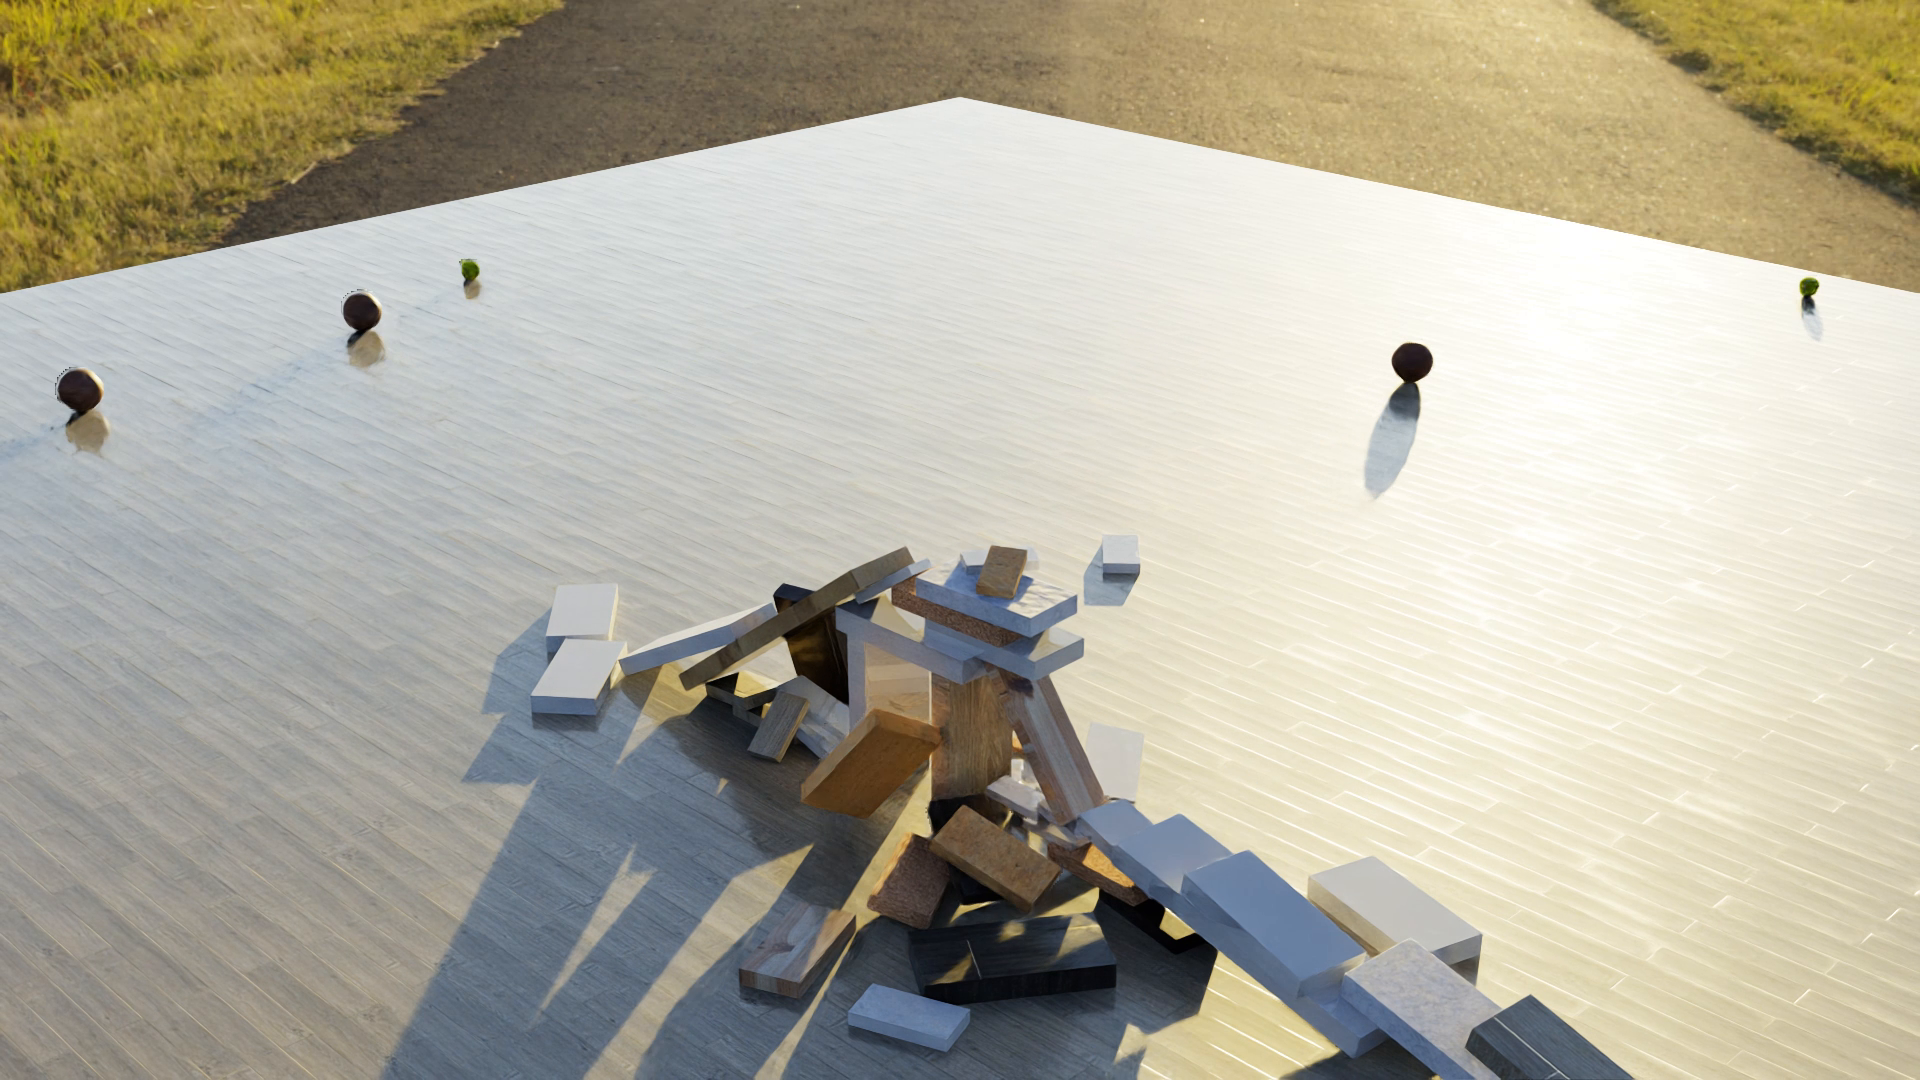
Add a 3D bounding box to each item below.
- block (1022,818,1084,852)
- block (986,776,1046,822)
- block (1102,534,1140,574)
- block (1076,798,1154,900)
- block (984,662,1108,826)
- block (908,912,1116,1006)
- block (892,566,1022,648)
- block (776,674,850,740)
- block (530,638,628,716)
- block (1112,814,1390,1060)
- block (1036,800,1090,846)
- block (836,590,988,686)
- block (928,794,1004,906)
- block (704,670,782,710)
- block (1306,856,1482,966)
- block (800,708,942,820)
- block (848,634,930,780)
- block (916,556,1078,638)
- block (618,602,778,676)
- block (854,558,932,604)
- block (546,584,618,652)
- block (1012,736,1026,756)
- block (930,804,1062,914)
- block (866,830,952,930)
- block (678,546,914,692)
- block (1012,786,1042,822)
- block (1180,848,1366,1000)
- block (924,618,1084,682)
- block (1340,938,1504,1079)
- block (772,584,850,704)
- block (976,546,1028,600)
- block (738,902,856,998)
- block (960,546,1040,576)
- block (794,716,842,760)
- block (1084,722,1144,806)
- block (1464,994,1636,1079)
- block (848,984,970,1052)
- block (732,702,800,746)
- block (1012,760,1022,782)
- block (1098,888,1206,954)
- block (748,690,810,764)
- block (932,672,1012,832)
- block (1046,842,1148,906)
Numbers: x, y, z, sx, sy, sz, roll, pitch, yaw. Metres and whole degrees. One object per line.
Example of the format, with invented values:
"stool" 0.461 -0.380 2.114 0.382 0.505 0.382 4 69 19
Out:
"block" 0.189 0.560 4.254 0.064 0.018 0.129 -21 31 -40
"block" 0.120 0.507 4.310 0.129 0.018 0.064 25 33 31
"block" 0.413 0.035 5.645 0.094 0.027 0.188 1 23 2
"block" 0.335 0.580 4.148 0.115 0.033 0.229 -14 38 -33
"block" 0.166 0.373 4.235 0.112 0.340 0.032 -21 -6 -41
"block" 0.091 0.749 3.932 0.344 0.049 0.172 -4 23 -10
"block" 0.019 0.126 4.267 0.285 0.040 0.143 20 30 38
"block" -0.255 0.388 4.706 0.324 0.021 0.075 32 38 31
"block" -0.860 0.308 4.982 0.145 0.041 0.291 2 23 5
"block" 0.539 0.694 3.924 0.172 0.049 0.601 -18 40 -37
"block" 0.212 0.538 4.237 0.064 0.018 0.129 -14 37 -34
"block" -0.060 0.180 4.358 0.356 0.050 0.178 21 31 40
"block" 0.026 0.591 4.209 0.112 0.032 0.225 -6 48 -19
"block" -0.475 0.332 4.872 0.102 0.029 0.204 -17 14 -28
"block" 0.801 0.693 4.072 0.155 0.044 0.310 -12 26 -27
"block" -0.178 0.443 4.319 0.147 0.294 0.042 19 45 -27
"block" -0.145 0.334 4.517 0.050 0.356 0.178 21 31 41
"block" 0.069 0.105 4.213 0.285 0.040 0.143 19 29 37
"block" -0.591 0.224 4.951 0.390 0.041 0.145 -18 7 41
"block" -0.133 0.082 4.378 0.150 0.021 0.075 -28 -4 34
"block" -0.904 0.184 5.274 0.145 0.041 0.291 -2 23 -4
"block" 0.151 0.444 4.697 0.094 0.013 0.047 12 26 27
"block" 0.067 0.602 4.159 0.225 0.032 0.113 31 44 14
"block" -0.084 0.643 4.163 0.119 0.034 0.238 20 26 6
"block" -0.360 0.176 4.656 0.147 0.042 0.794 -24 -4 -37
"block" 0.179 0.520 4.434 0.144 0.020 0.072 -32 31 -10
"block" 0.549 0.672 3.873 0.155 0.044 0.310 -15 37 -33
"block" 0.084 0.186 4.229 0.285 0.040 0.143 20 31 39
"block" 0.825 0.816 3.692 0.172 0.049 0.344 -18 40 -36
"block" -0.309 0.232 4.840 0.147 0.294 0.042 13 46 28
"block" 0.081 0.061 4.206 0.072 0.020 0.144 8 33 9
"block" -0.291 0.739 3.976 0.119 0.034 0.238 9 25 20
"block" 0.078 0.040 4.287 0.144 0.020 0.072 -4 24 -9
"block" -0.300 0.403 4.716 0.102 0.029 0.204 -18 41 -38
"block" 0.314 0.473 4.577 0.119 0.034 0.294 13 24 3
"block" 0.987 0.875 3.549 0.155 0.044 0.310 -18 43 -36
"block" -0.088 0.822 3.789 0.188 0.027 0.094 10 25 23
"block" -0.393 0.386 4.814 0.204 0.029 0.102 21 31 41
"block" 0.106 0.488 4.593 0.047 0.013 0.094 1 23 2
"block" 0.374 0.688 4.097 0.115 0.033 0.229 -15 27 -31
"block" -0.386 0.398 4.687 0.075 0.021 0.150 13 62 28
"block" 0.025 0.400 4.362 0.050 0.356 0.178 21 31 40
"block" 0.287 0.617 4.182 0.115 0.033 0.230 -20 30 -38
